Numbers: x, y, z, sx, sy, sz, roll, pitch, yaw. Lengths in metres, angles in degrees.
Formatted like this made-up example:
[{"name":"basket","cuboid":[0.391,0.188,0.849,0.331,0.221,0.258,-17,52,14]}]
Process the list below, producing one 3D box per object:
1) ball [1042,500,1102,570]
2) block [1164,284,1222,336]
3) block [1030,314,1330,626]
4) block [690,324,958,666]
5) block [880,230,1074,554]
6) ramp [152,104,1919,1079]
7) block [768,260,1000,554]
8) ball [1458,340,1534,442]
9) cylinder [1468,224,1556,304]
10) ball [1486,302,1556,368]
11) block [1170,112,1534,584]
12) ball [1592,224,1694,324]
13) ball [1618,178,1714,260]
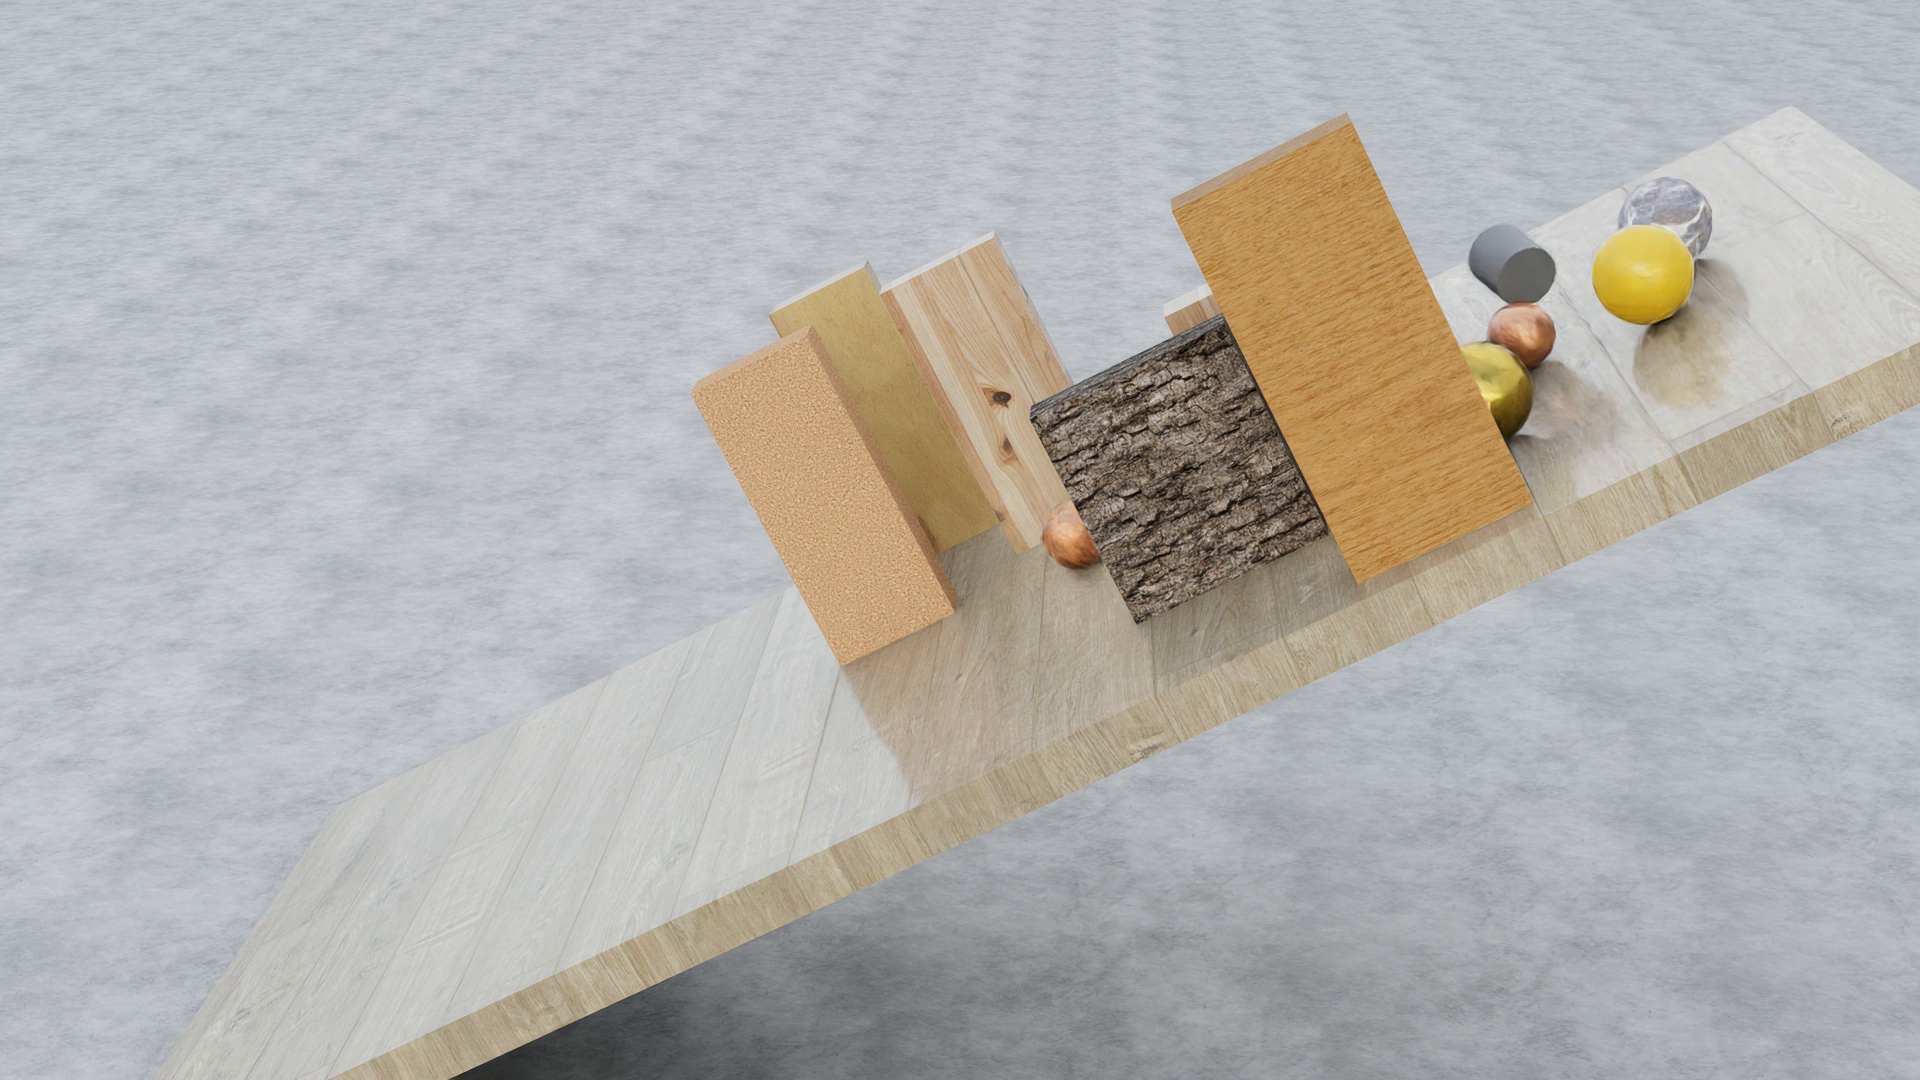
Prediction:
[{"name":"ball","cuboid":[0.246,-0.012,6.204,0.148,0.148,0.148,0,17,0]},{"name":"block","cuboid":[0.685,-0.348,5.923,0.388,0.453,0.119,-26,14,10]},{"name":"block","cuboid":[0.421,-0.134,5.647,0.409,0.459,0.104,-26,14,10]},{"name":"block","cuboid":[-0.291,-0.095,6.403,0.282,0.687,0.127,-26,14,10]},{"name":"block","cuboid":[0.103,-0.324,6.520,0.280,0.664,0.091,-26,14,10]},{"name":"ramp","cuboid":[0.140,0.168,6.281,4.000,0.100,2.000,-26,14,10]},{"name":"block","cuboid":[-0.172,-0.292,6.893,0.252,0.685,0.093,-26,14,10]},{"name":"ball","cuboid":[0.989,-0.278,5.602,0.205,0.205,0.205,0,17,0]},{"name":"cylinder","cuboid":[1.129,-0.562,6.018,0.130,0.130,0.130,-5,29,-18]},{"name":"ball","cuboid":[1.136,-0.414,5.955,0.138,0.138,0.138,0,17,0]},{"name":"block","cuboid":[0.695,-0.335,5.213,0.343,0.756,0.119,-26,14,10]},{"name":"ball","cuboid":[1.350,-0.525,5.814,0.199,0.199,0.199,0,17,0]},{"name":"ball","cuboid":[1.459,-0.654,6.085,0.191,0.191,0.191,0,17,0]}]
